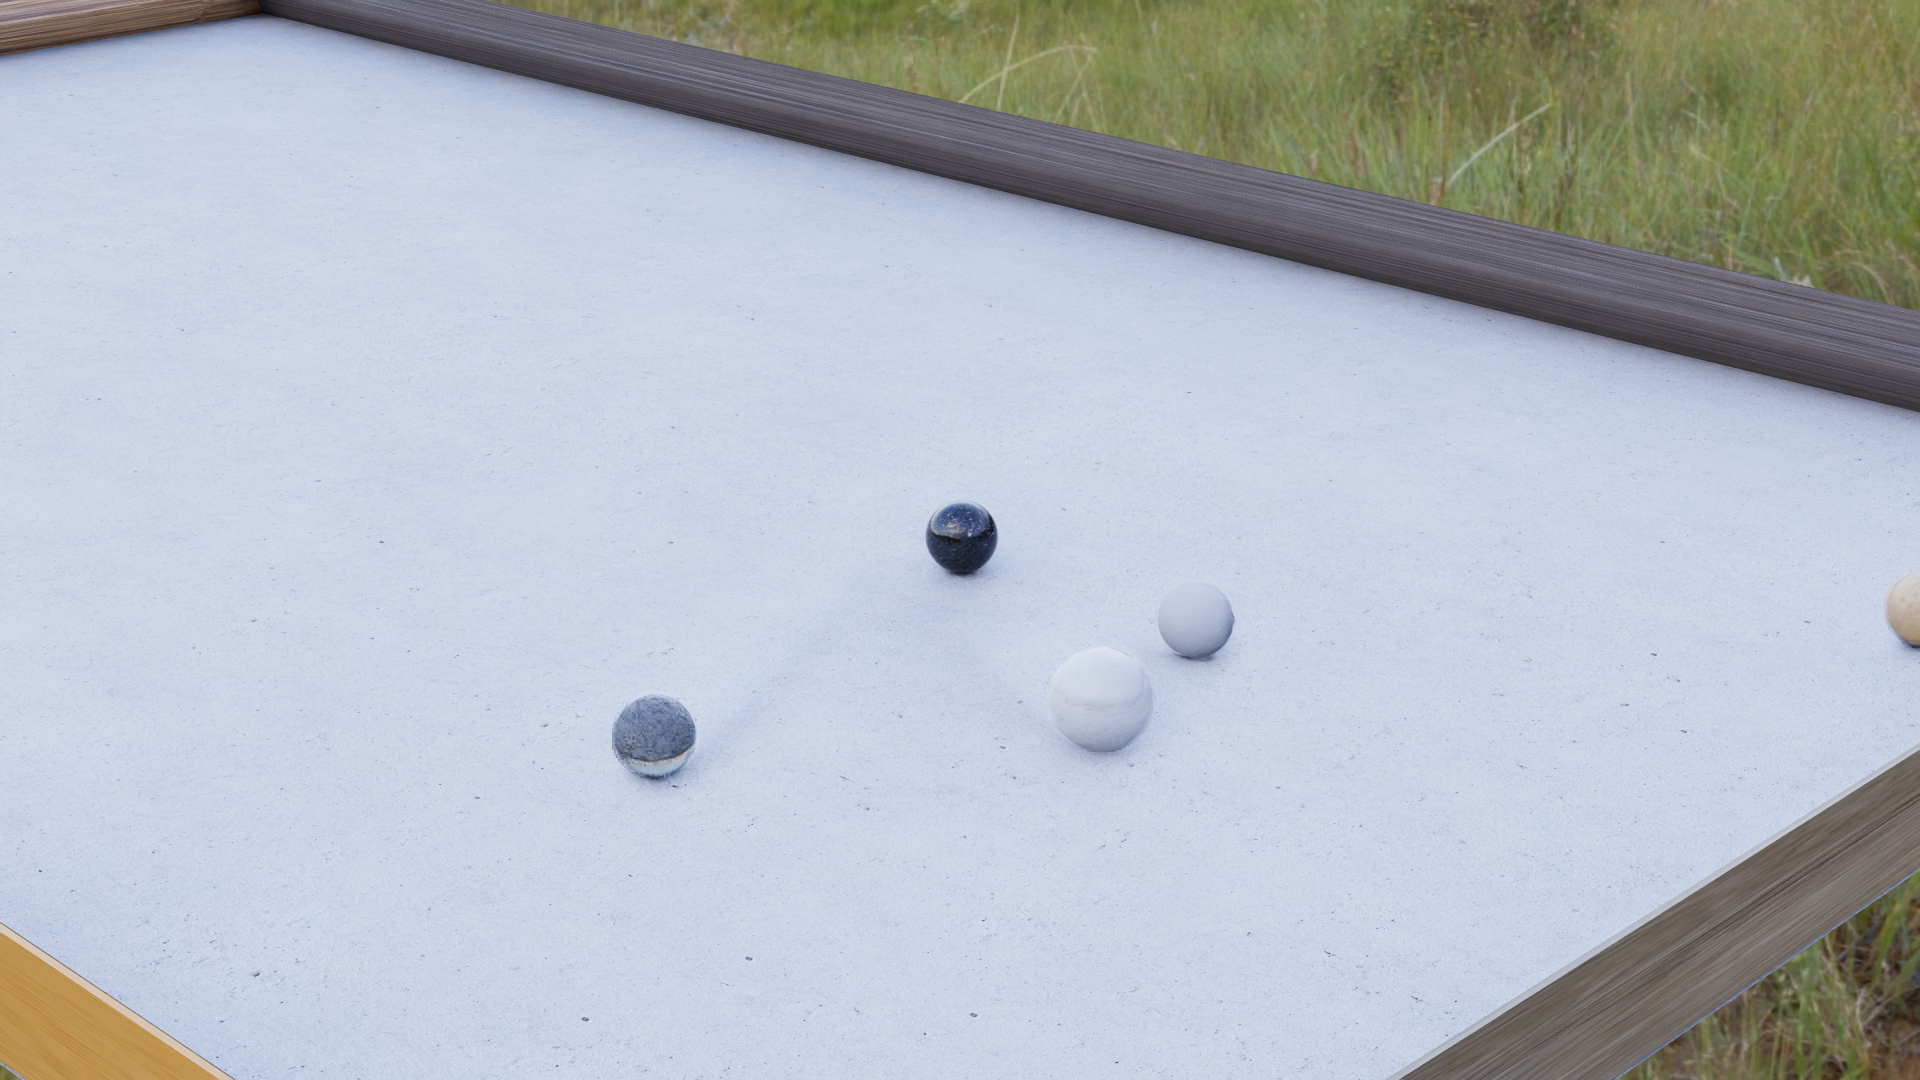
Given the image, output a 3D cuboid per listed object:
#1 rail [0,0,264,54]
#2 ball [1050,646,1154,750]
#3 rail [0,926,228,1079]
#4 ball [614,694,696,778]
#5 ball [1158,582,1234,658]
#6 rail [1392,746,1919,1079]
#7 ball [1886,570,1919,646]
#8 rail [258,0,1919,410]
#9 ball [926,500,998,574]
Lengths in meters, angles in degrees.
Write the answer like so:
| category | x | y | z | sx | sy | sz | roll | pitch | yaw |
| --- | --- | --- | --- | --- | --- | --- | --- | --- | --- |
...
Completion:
| category | x | y | z | sx | sy | sz | roll | pitch | yaw |
| --- | --- | --- | --- | --- | --- | --- | --- | --- | --- |
| rail | -1.906 | -0.692 | 4.370 | 0.045 | 0.106 | 2.054 | 19 | 28 | 41 |
| ball | 0.110 | 0.124 | 2.294 | 0.081 | 0.081 | 0.081 | 0 | 21 | 0 |
| rail | -1.342 | 0.012 | 2.547 | 3.585 | 0.106 | 0.045 | 19 | 28 | 41 |
| ball | -0.233 | 0.150 | 2.252 | 0.064 | 0.064 | 0.064 | 0 | 21 | 0 |
| ball | 0.198 | 0.067 | 2.466 | 0.064 | 0.064 | 0.064 | 0 | 21 | 0 |
| rail | 0.624 | 0.199 | 2.063 | 0.045 | 0.106 | 2.054 | 19 | 28 | 41 |
| ball | 0.817 | 0.058 | 2.487 | 0.065 | 0.065 | 0.065 | 0 | 21 | 0 |
| rail | 0.061 | -0.505 | 3.886 | 3.585 | 0.106 | 0.045 | 19 | 28 | 41 |
| ball | 0.002 | -0.003 | 2.644 | 0.066 | 0.066 | 0.066 | 0 | 21 | 0 |
